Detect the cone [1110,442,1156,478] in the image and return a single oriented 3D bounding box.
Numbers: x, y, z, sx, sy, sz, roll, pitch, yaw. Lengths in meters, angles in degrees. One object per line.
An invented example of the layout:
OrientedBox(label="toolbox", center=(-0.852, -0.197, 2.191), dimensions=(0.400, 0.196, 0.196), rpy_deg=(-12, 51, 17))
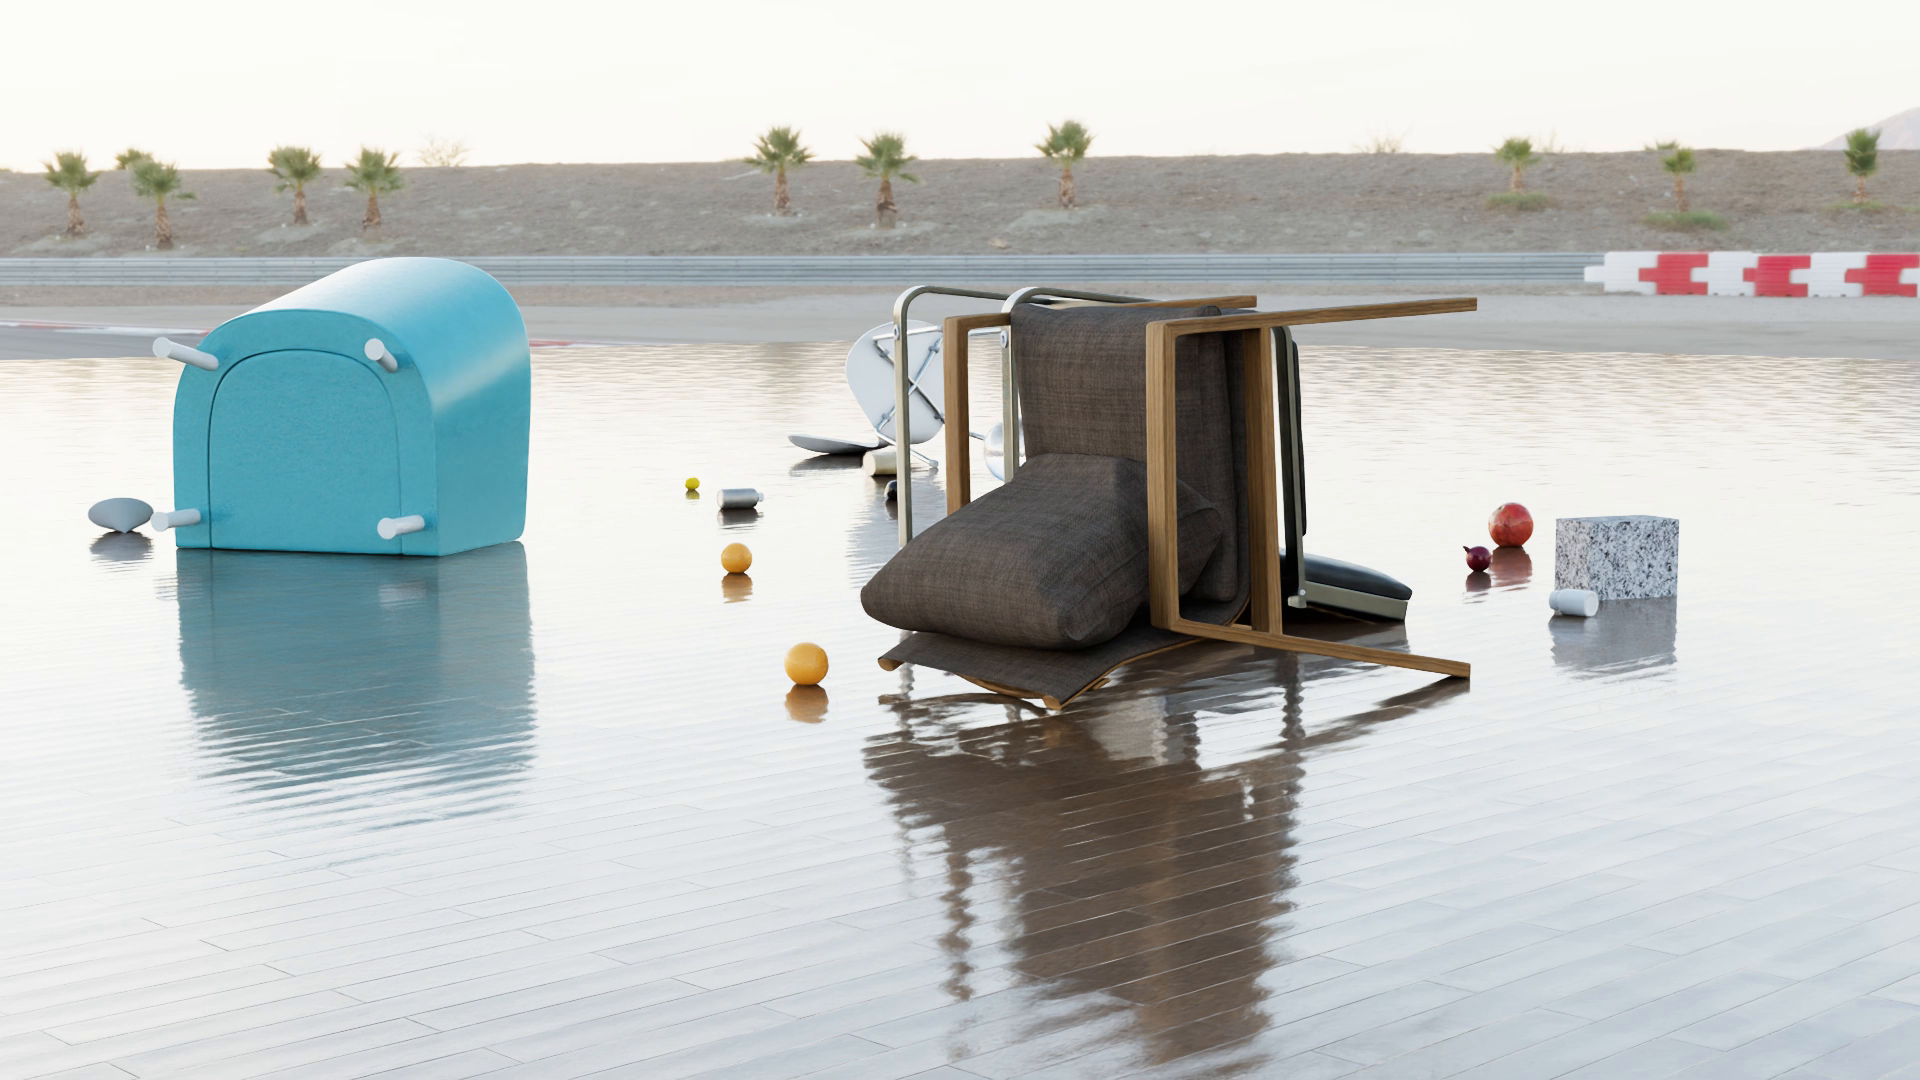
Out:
OrientedBox(label="cone", center=(0.554, -0.234, 8.405), dimensions=(0.139, 0.123, 0.147), rpy_deg=(-24, 11, 8))

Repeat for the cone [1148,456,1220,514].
OrientedBox(label="cone", center=(0.587, -0.115, 7.142), dimensions=(0.184, 0.175, 0.216), rpy_deg=(-32, 22, -26))

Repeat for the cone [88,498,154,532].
OrientedBox(label="cone", center=(-2.156, -0.043, 6.609), dimensions=(0.168, 0.114, 0.074), rpy_deg=(2, 42, -31))

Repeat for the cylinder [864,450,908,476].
OrientedBox(label="cylinder", center=(-0.246, -0.254, 8.499), dimensions=(0.114, 0.077, 0.131), rpy_deg=(4, 11, -18))

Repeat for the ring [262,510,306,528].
OrientedBox(label="ring", center=(-1.775, -0.053, 6.733), dimensions=(0.103, 0.040, 0.116), rpy_deg=(4, 8, 43))

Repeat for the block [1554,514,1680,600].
OrientedBox(label="block", center=(1.356, 0.035, 5.298), dimensions=(0.221, 0.158, 0.117), rpy_deg=(-2, 6, -23))

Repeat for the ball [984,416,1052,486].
OrientedBox(label="ball", center=(0.182, -0.281, 8.085), dimensions=(0.217, 0.217, 0.217), rpy_deg=(0, 6, 0))
